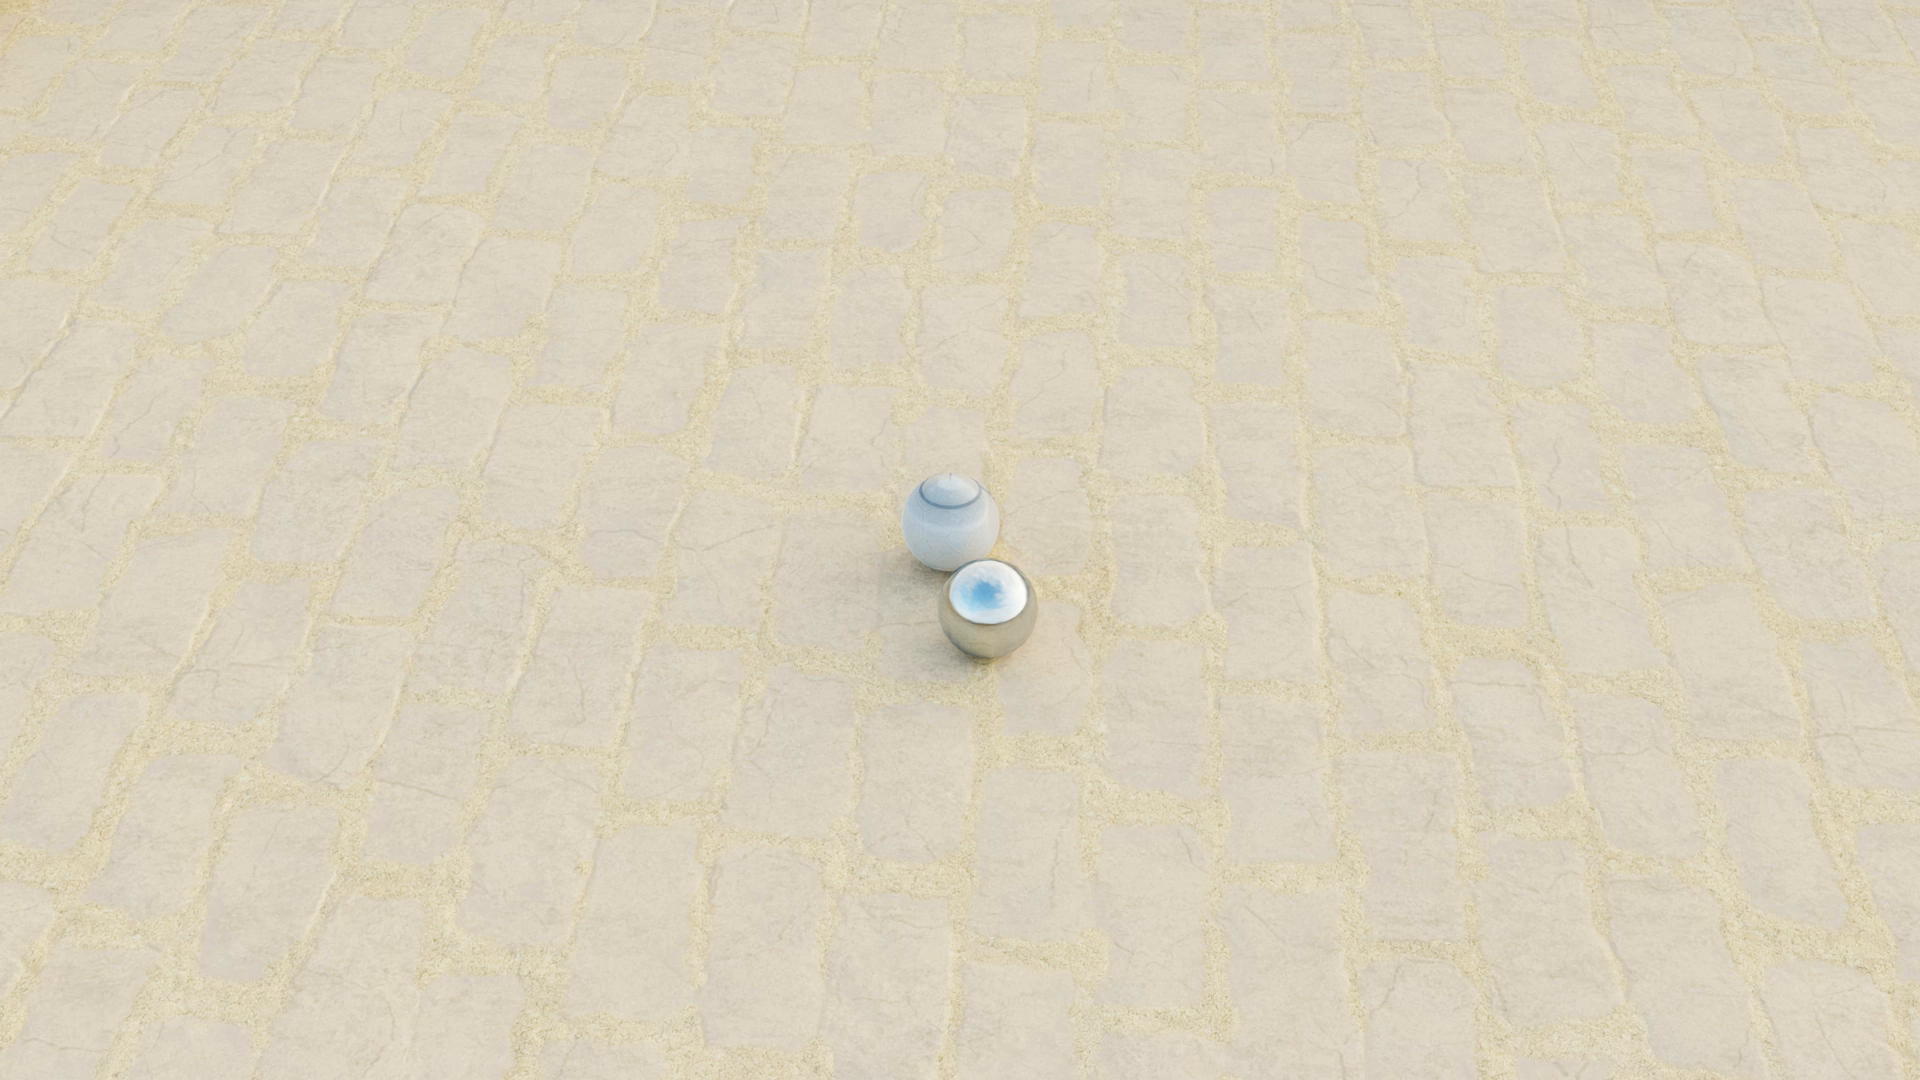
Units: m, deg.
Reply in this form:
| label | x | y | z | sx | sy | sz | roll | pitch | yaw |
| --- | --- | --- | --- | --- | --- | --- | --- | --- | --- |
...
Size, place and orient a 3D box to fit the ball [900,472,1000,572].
| label | x | y | z | sx | sy | sz | roll | pitch | yaw |
| --- | --- | --- | --- | --- | --- | --- | --- | --- | --- |
| ball | -0.006 | -0.012 | 1.671 | 0.064 | 0.064 | 0.064 | 0 | 36 | 0 |

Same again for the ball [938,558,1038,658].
| label | x | y | z | sx | sy | sz | roll | pitch | yaw |
| --- | --- | --- | --- | --- | --- | --- | --- | --- | --- |
| ball | 0.017 | 0.042 | 1.598 | 0.063 | 0.063 | 0.063 | 0 | 36 | 0 |
